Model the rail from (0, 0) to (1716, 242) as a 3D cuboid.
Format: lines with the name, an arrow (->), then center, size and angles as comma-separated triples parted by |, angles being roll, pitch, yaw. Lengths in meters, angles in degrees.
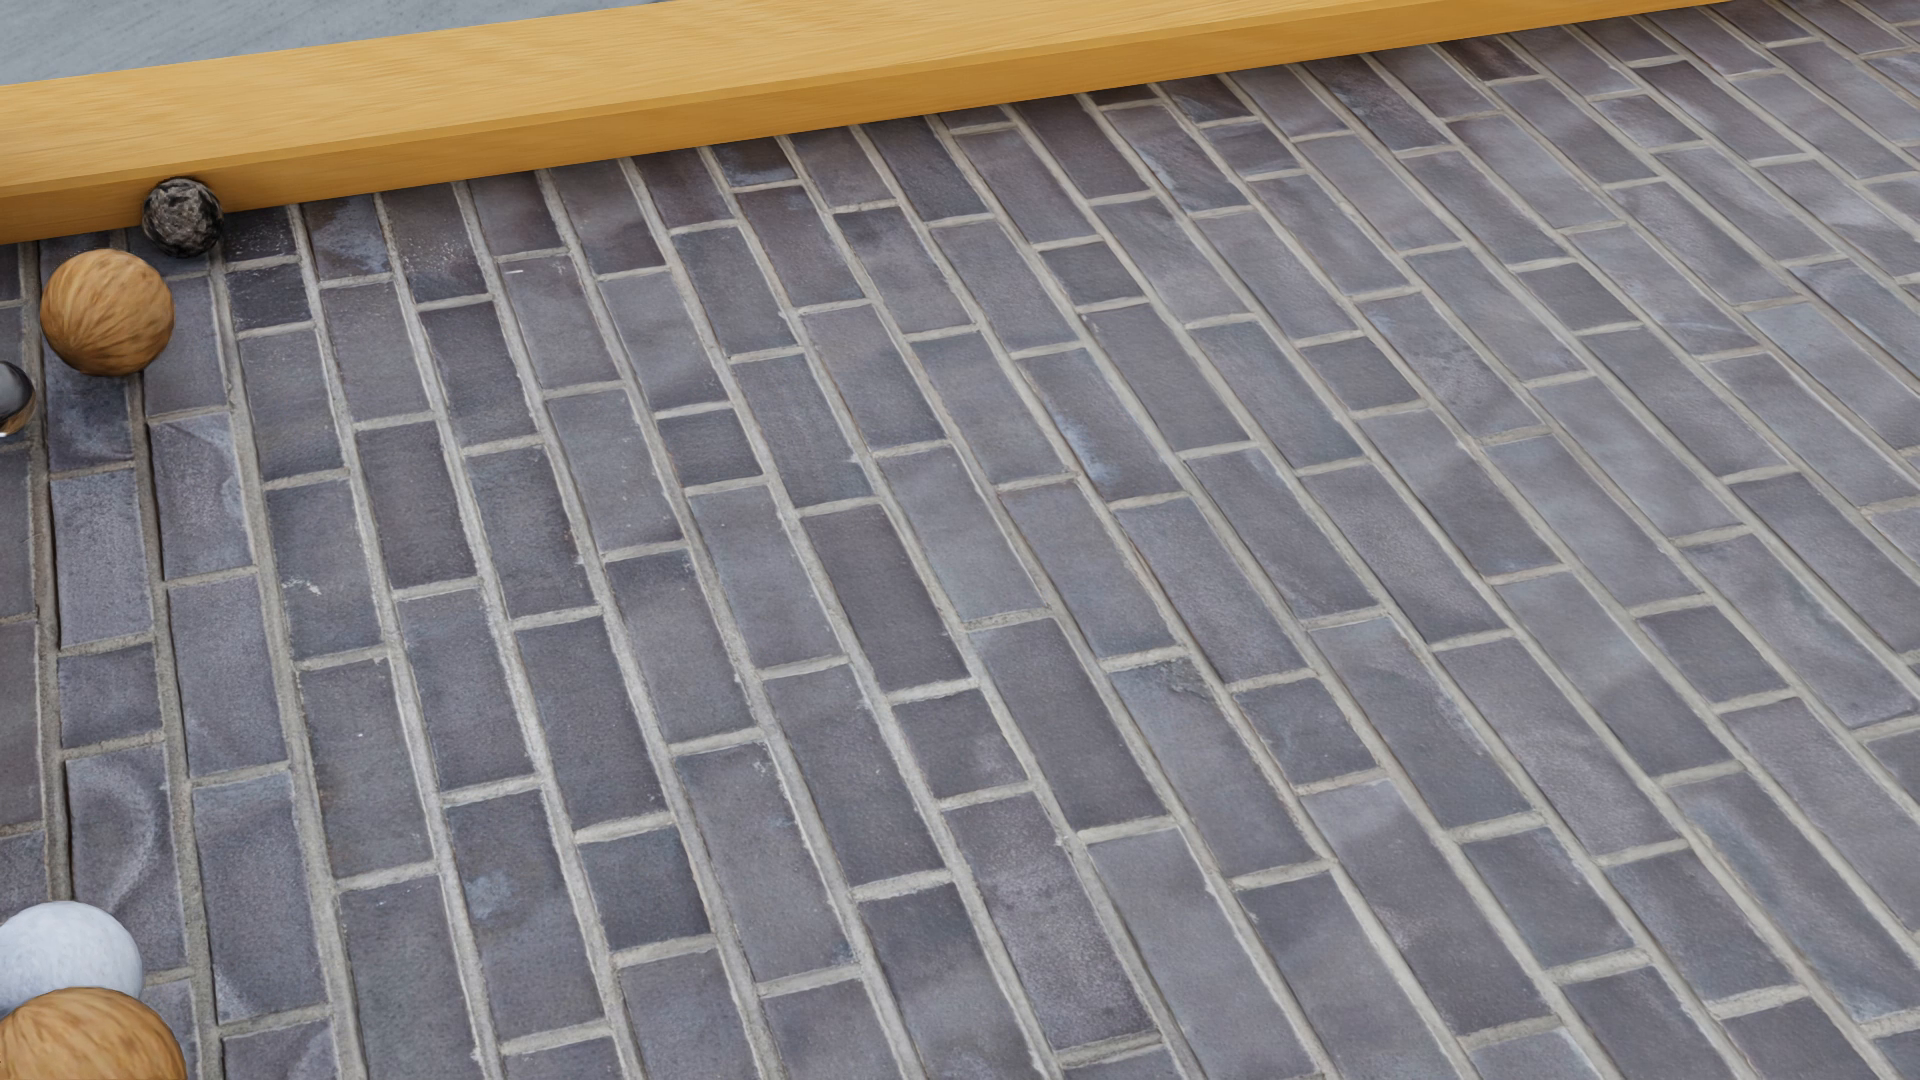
rail -> 0.410, -0.481, 2.227 | 2.527, 0.128, 0.045 | -10, 37, -14

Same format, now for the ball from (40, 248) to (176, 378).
ball -> -0.594, -0.158, 1.788 | 0.090, 0.090, 0.090 | 0, 35, 0

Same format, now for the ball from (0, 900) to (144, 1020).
ball -> -0.449, 0.220, 1.280 | 0.080, 0.080, 0.080 | 0, 35, 0

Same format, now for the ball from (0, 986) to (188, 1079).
ball -> -0.415, 0.260, 1.208 | 0.099, 0.099, 0.099 | 0, 35, 0

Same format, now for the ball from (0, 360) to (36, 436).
ball -> -0.658, -0.097, 1.751 | 0.053, 0.053, 0.053 | 0, 35, 0

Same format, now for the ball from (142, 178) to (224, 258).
ball -> -0.592, -0.245, 1.953 | 0.060, 0.060, 0.060 | 0, 35, 0
